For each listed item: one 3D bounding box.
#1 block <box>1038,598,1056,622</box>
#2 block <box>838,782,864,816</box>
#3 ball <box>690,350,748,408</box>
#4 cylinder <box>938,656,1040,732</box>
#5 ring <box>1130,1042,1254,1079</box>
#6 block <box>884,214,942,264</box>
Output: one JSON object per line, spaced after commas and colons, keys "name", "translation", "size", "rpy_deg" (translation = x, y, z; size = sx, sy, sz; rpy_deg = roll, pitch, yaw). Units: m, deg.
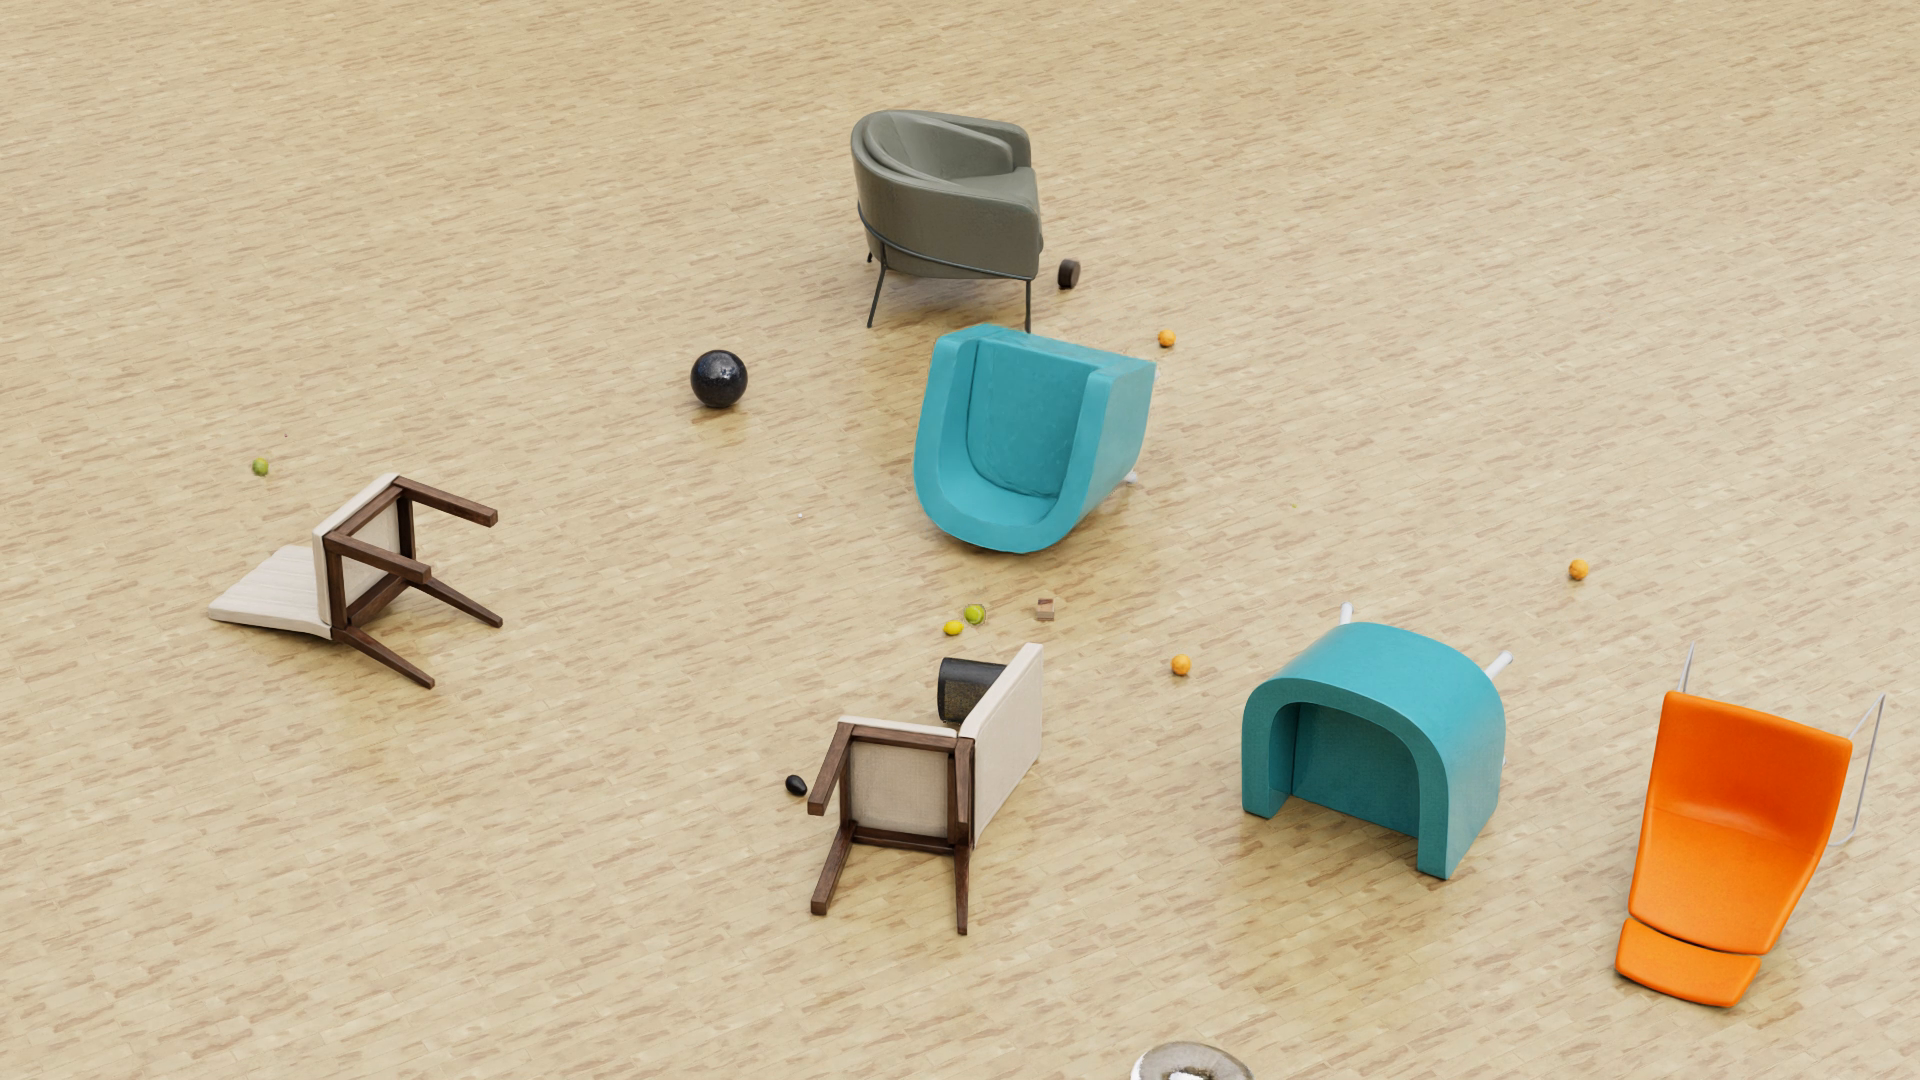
{"name": "block", "translation": [0.309, 0.249, 10.528], "size": [0.060, 0.042, 0.085], "rpy_deg": [2, 33, 3]}
{"name": "block", "translation": [-0.357, 0.847, 9.590], "size": [0.064, 0.077, 0.072], "rpy_deg": [-13, 36, -19]}
{"name": "ball", "translation": [-0.962, -0.645, 11.711], "size": [0.234, 0.234, 0.234], "rpy_deg": [0, 33, 0]}
{"name": "cylinder", "translation": [0.096, 0.522, 9.902], "size": [0.308, 0.289, 0.191], "rpy_deg": [7, 58, 10]}
{"name": "ring", "translation": [0.680, 1.584, 8.450], "size": [0.394, 0.099, 0.348], "rpy_deg": [25, 38, 31]}
{"name": "block", "translation": [-0.205, -1.319, 12.845], "size": [0.153, 0.111, 0.209], "rpy_deg": [24, 40, 32]}
